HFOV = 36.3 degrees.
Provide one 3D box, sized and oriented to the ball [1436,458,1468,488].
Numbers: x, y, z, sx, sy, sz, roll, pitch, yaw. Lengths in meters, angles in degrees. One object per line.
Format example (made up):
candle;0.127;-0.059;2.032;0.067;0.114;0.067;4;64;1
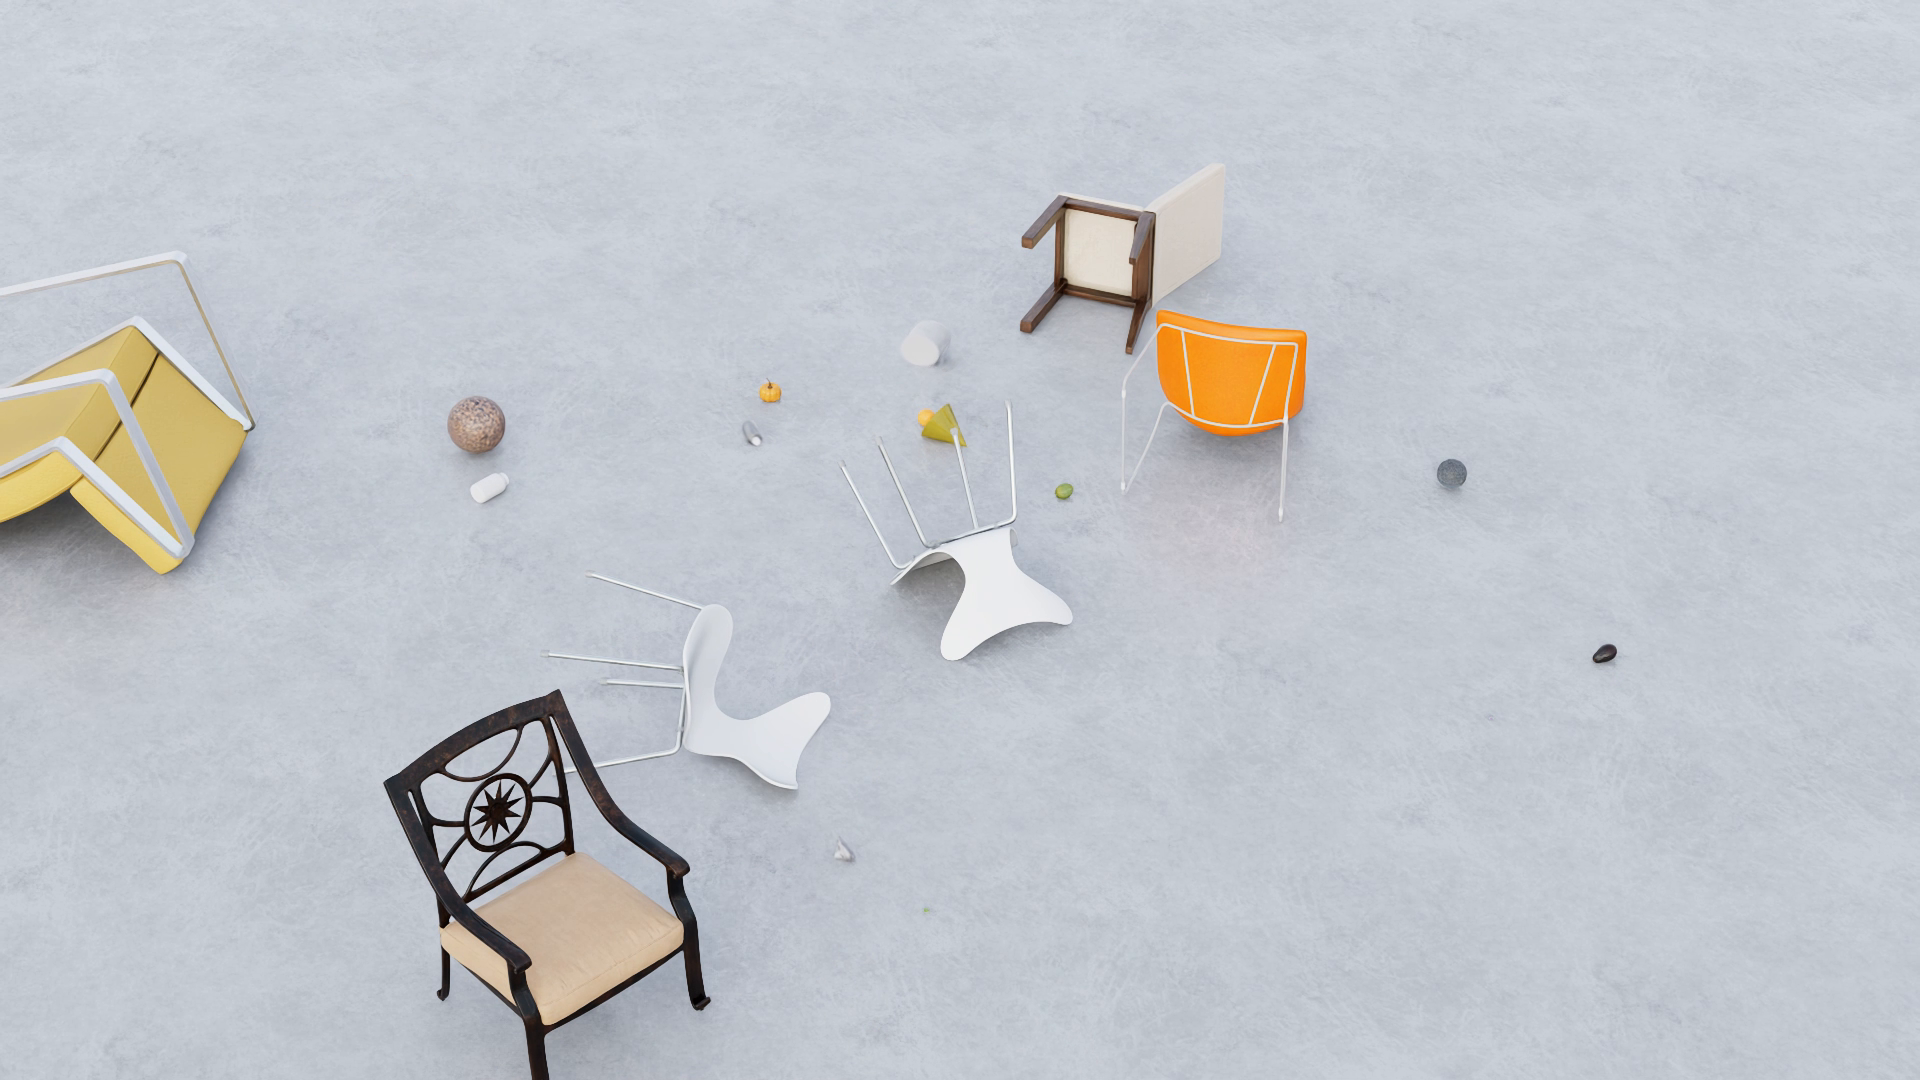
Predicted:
ball;1.883;-0.254;11.224;0.116;0.116;0.116;0;33;0

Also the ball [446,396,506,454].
ball;-1.884;-0.450;11.421;0.227;0.227;0.227;0;33;0

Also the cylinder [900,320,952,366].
cylinder;-0.139;-0.806;12.035;0.172;0.144;0.134;-3;30;26

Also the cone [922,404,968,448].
cone;-0.033;-0.418;11.509;0.169;0.171;0.177;41;6;9

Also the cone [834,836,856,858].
cone;-0.383;1.003;9.394;0.054;0.078;0.111;-42;37;3

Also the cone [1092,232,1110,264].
cone;0.616;-1.286;12.767;0.092;0.142;0.074;17;37;24
